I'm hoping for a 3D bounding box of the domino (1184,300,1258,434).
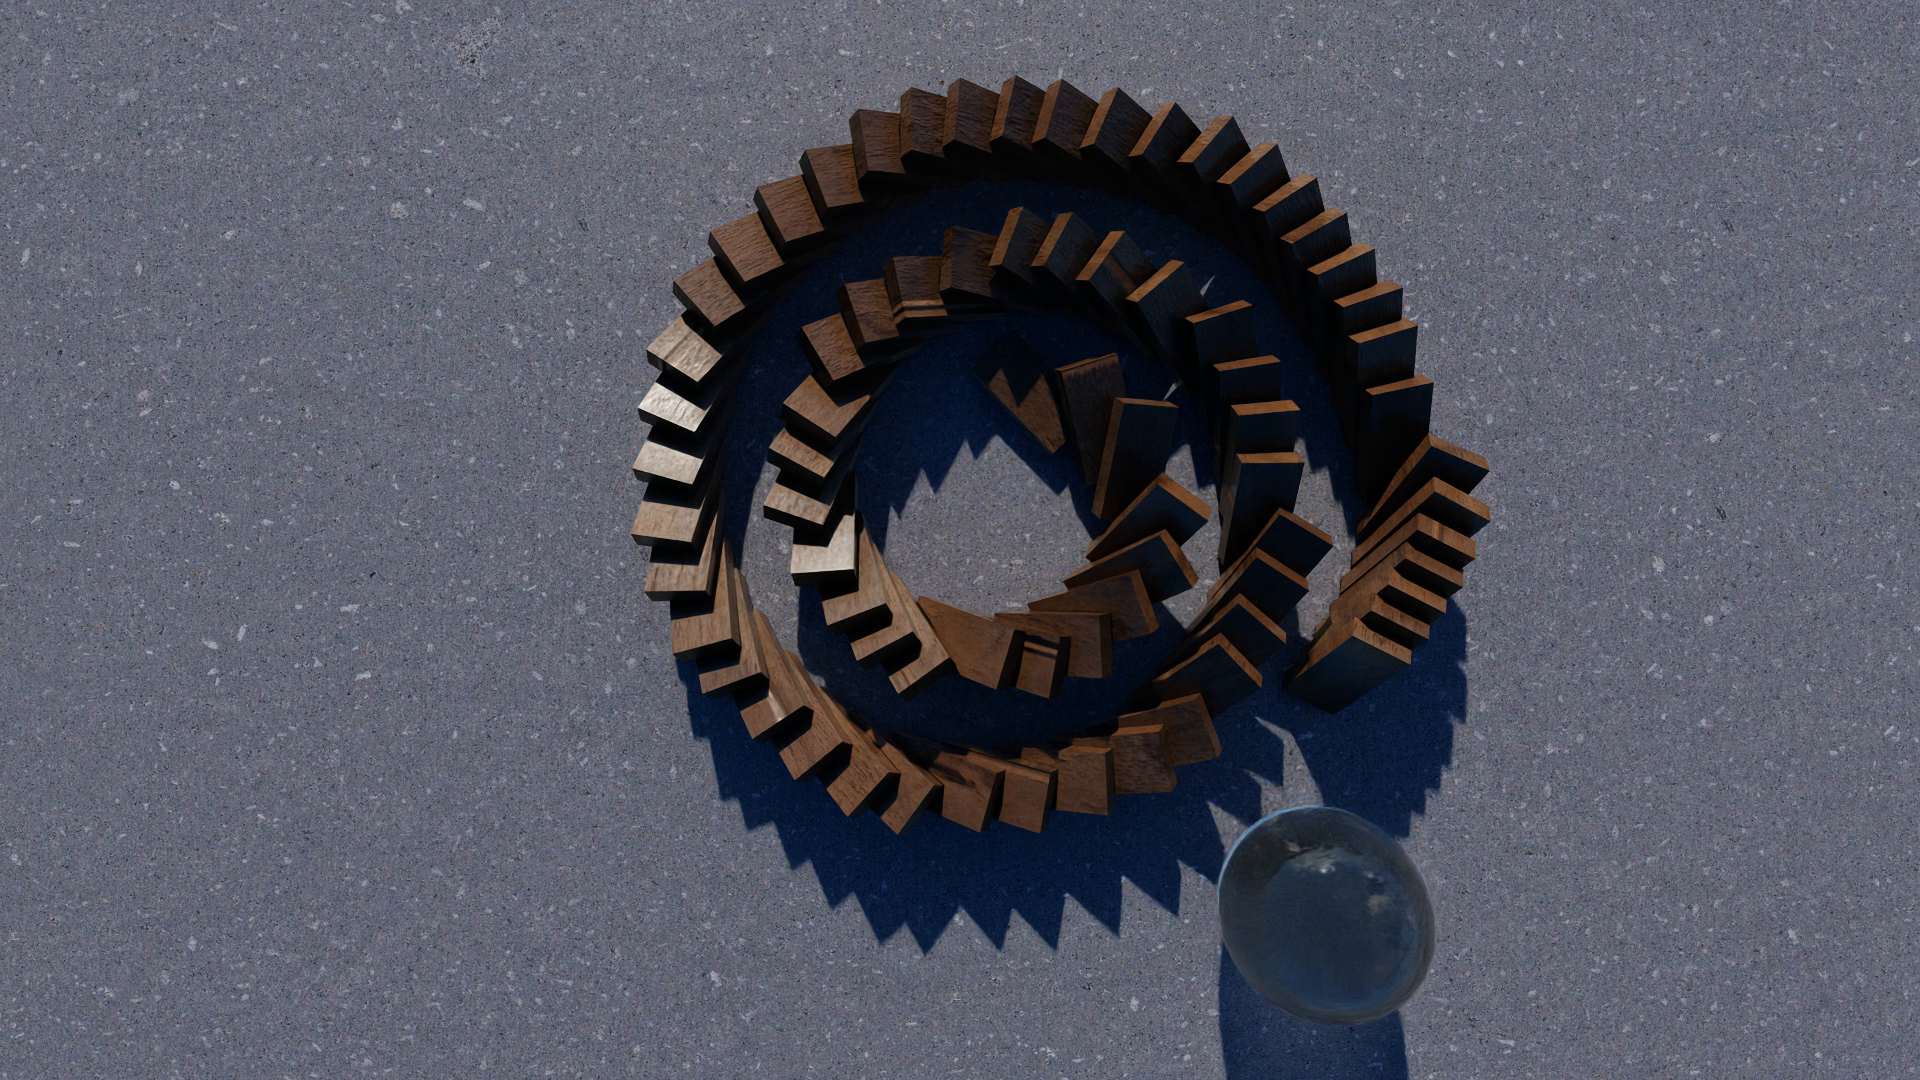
[{"bbox_3d":[0.111,-0.072,0.384,0.025,0.009,0.050,-17,118,-1],"label":"domino"}]

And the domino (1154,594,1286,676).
[{"bbox_3d":[0.108,0.048,0.384,0.025,0.010,0.050,41,120,0],"label":"domino"}]

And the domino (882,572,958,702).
[{"bbox_3d":[-0.025,0.039,0.382,0.025,0.010,0.050,-36,55,0],"label":"domino"}]

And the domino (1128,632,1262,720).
[{"bbox_3d":[0.098,0.063,0.383,0.025,0.010,0.050,46,121,-2],"label":"domino"}]

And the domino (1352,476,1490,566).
[{"bbox_3d":[0.189,-0.001,0.378,0.025,0.050,0.010,28,47,-1],"label":"domino"}]

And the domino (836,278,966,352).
[{"bbox_3d":[-0.024,-0.097,0.383,0.050,0.009,0.025,-19,89,-31],"label":"domino"}]

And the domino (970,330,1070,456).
[{"bbox_3d":[0.031,-0.063,0.395,0.025,0.010,0.050,-45,90,0],"label":"domino"}]

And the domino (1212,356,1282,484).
[{"bbox_3d":[0.120,-0.050,0.384,0.025,0.009,0.050,-9,117,0],"label":"domino"}]

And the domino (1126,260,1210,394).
[{"bbox_3d":[0.093,-0.088,0.383,0.025,0.009,0.050,-40,120,-1],"label":"domino"}]

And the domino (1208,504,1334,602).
[{"bbox_3d":[0.129,0.013,0.383,0.025,0.009,0.050,31,120,0],"label":"domino"}]

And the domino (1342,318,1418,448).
[{"bbox_3d":[0.174,-0.065,0.381,0.025,0.010,0.050,-17,126,-2],"label":"domino"}]

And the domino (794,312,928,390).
[{"bbox_3d":[-0.041,-0.084,0.383,0.050,0.009,0.025,-30,89,-32],"label":"domino"}]

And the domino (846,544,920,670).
[{"bbox_3d":[-0.037,0.027,0.381,0.025,0.010,0.050,-28,52,1],"label":"domino"}]

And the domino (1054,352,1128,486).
[{"bbox_3d":[0.058,-0.051,0.386,0.025,0.009,0.050,-19,108,-8],"label":"domino"}]

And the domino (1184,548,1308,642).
[{"bbox_3d":[0.119,0.030,0.384,0.025,0.009,0.050,33,120,0],"label":"domino"}]

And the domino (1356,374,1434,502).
[{"bbox_3d":[0.181,-0.042,0.383,0.025,0.009,0.050,-12,121,0],"label":"domino"}]

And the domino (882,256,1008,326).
[{"bbox_3d":[-0.006,-0.105,0.383,0.050,0.009,0.025,-11,89,-31],"label":"domino"}]

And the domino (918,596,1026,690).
[{"bbox_3d":[0.001,0.042,0.382,0.050,0.009,0.025,17,90,35],"label":"domino"}]

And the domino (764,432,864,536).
[{"bbox_3d":[-0.061,-0.027,0.382,0.025,0.009,0.050,19,57,0],"label":"domino"}]

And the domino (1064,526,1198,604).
[{"bbox_3d":[0.070,0.016,0.380,0.050,0.009,0.025,-29,96,37],"label":"domino"}]

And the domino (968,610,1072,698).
[{"bbox_3d":[0.020,0.047,0.381,0.050,0.010,0.025,12,94,35],"label":"domino"}]

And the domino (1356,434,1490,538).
[{"bbox_3d":[0.191,-0.018,0.380,0.025,0.010,0.050,23,131,0],"label":"domino"}]

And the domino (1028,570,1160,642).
[{"bbox_3d":[0.055,0.031,0.382,0.050,0.009,0.025,-20,90,36],"label":"domino"}]

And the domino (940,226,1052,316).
[{"bbox_3d":[0.016,-0.112,0.384,0.050,0.010,0.025,5,90,-30],"label":"domino"}]

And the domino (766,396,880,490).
[{"bbox_3d":[-0.057,-0.047,0.382,0.025,0.010,0.050,28,55,0],"label":"domino"}]

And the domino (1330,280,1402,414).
[{"bbox_3d":[0.169,-0.079,0.381,0.025,0.010,0.050,-18,126,-1],"label":"domino"}]

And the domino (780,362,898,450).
[{"bbox_3d":[-0.050,-0.062,0.381,0.025,0.010,0.050,33,55,1],"label":"domino"}]

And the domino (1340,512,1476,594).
[{"bbox_3d":[0.183,0.012,0.377,0.025,0.050,0.009,27,52,0],"label":"domino"}]

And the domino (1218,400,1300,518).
[{"bbox_3d":[0.124,-0.032,0.382,0.025,0.010,0.050,-5,124,-2],"label":"domino"}]

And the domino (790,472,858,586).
[{"bbox_3d":[-0.056,-0.005,0.381,0.025,0.010,0.050,-4,55,1],"label":"domino"}]

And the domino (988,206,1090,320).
[{"bbox_3d":[0.038,-0.114,0.382,0.050,0.010,0.025,22,88,-33],"label":"domino"}]

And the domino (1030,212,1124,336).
[{"bbox_3d":[0.055,-0.110,0.382,0.050,0.009,0.025,31,85,-32],"label":"domino"}]

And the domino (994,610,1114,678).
[{"bbox_3d":[0.038,0.043,0.381,0.050,0.010,0.025,-2,92,36],"label":"domino"}]

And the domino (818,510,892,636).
[{"bbox_3d":[-0.046,0.013,0.381,0.025,0.009,0.050,-21,53,2],"label":"domino"}]

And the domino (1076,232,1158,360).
[{"bbox_3d":[0.073,-0.101,0.382,0.050,0.009,0.025,38,86,-32],"label":"domino"}]

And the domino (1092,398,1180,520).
[{"bbox_3d":[0.073,-0.033,0.383,0.025,0.010,0.050,2,112,-17],"label":"domino"}]

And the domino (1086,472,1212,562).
[{"bbox_3d":[0.077,-0.003,0.379,0.025,0.010,0.050,35,131,-5],"label":"domino"}]

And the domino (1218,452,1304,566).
[{"bbox_3d":[0.125,-0.012,0.382,0.025,0.010,0.050,0,123,0],"label":"domino"}]
